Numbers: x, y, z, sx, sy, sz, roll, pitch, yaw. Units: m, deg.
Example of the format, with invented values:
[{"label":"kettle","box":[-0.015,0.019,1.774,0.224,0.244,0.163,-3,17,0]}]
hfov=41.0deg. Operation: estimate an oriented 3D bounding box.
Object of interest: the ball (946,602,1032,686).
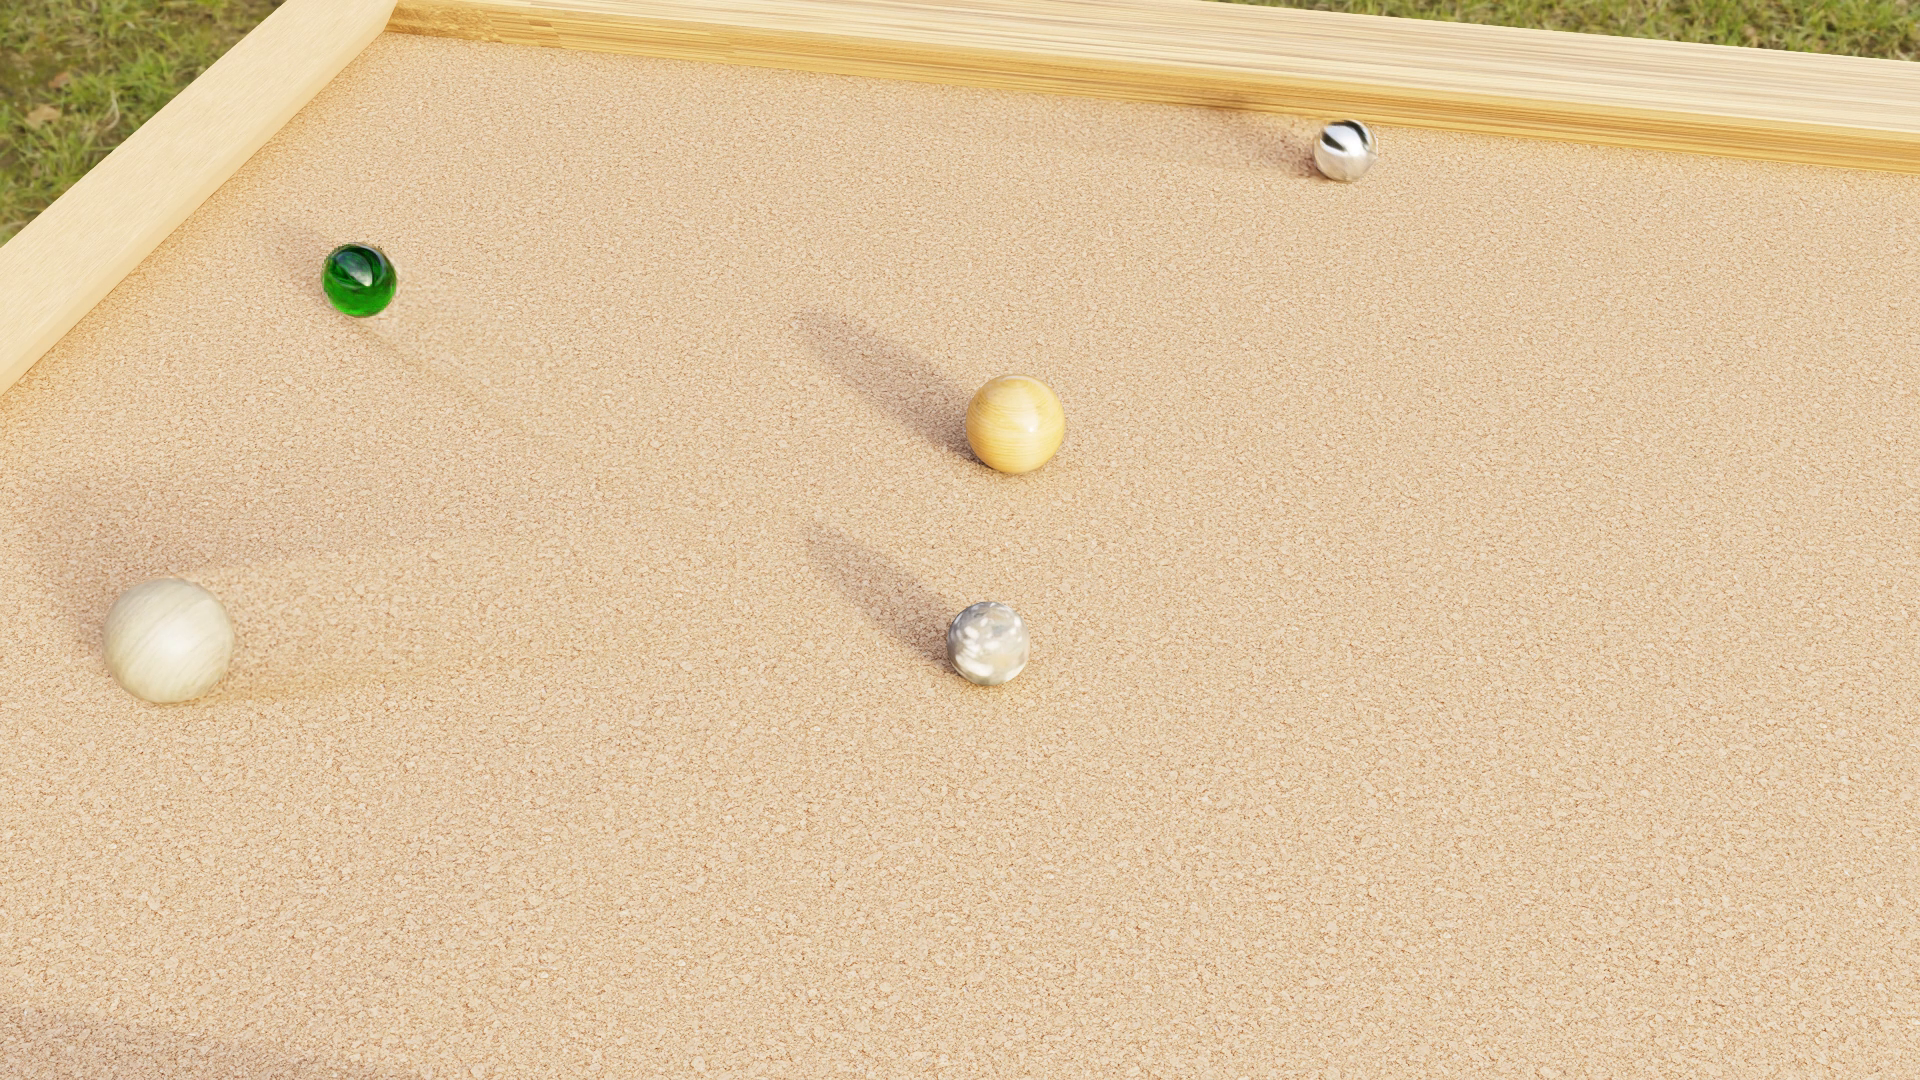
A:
[{"label":"ball","box":[0.021,0.076,1.890,0.062,0.062,0.062,0,34,0]}]

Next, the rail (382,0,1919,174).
[{"label":"rail","box":[1.058,-0.398,2.541,3.530,0.119,0.045,7,35,11]}]

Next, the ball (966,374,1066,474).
[{"label":"ball","box":[0.046,-0.097,2.127,0.083,0.083,0.083,0,34,0]}]

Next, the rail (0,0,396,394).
[{"label":"rail","box":[-0.837,-0.128,2.140,0.045,0.119,1.832,7,35,11]}]

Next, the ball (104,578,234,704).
[{"label":"ball","box":[-0.576,0.073,1.868,0.091,0.091,0.091,0,34,0]}]

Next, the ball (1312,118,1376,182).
[{"label":"ball","box":[0.388,-0.393,2.585,0.064,0.064,0.064,0,34,0]}]

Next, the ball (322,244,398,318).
[{"label":"ball","box":[-0.550,-0.237,2.350,0.068,0.068,0.068,0,34,0]}]
